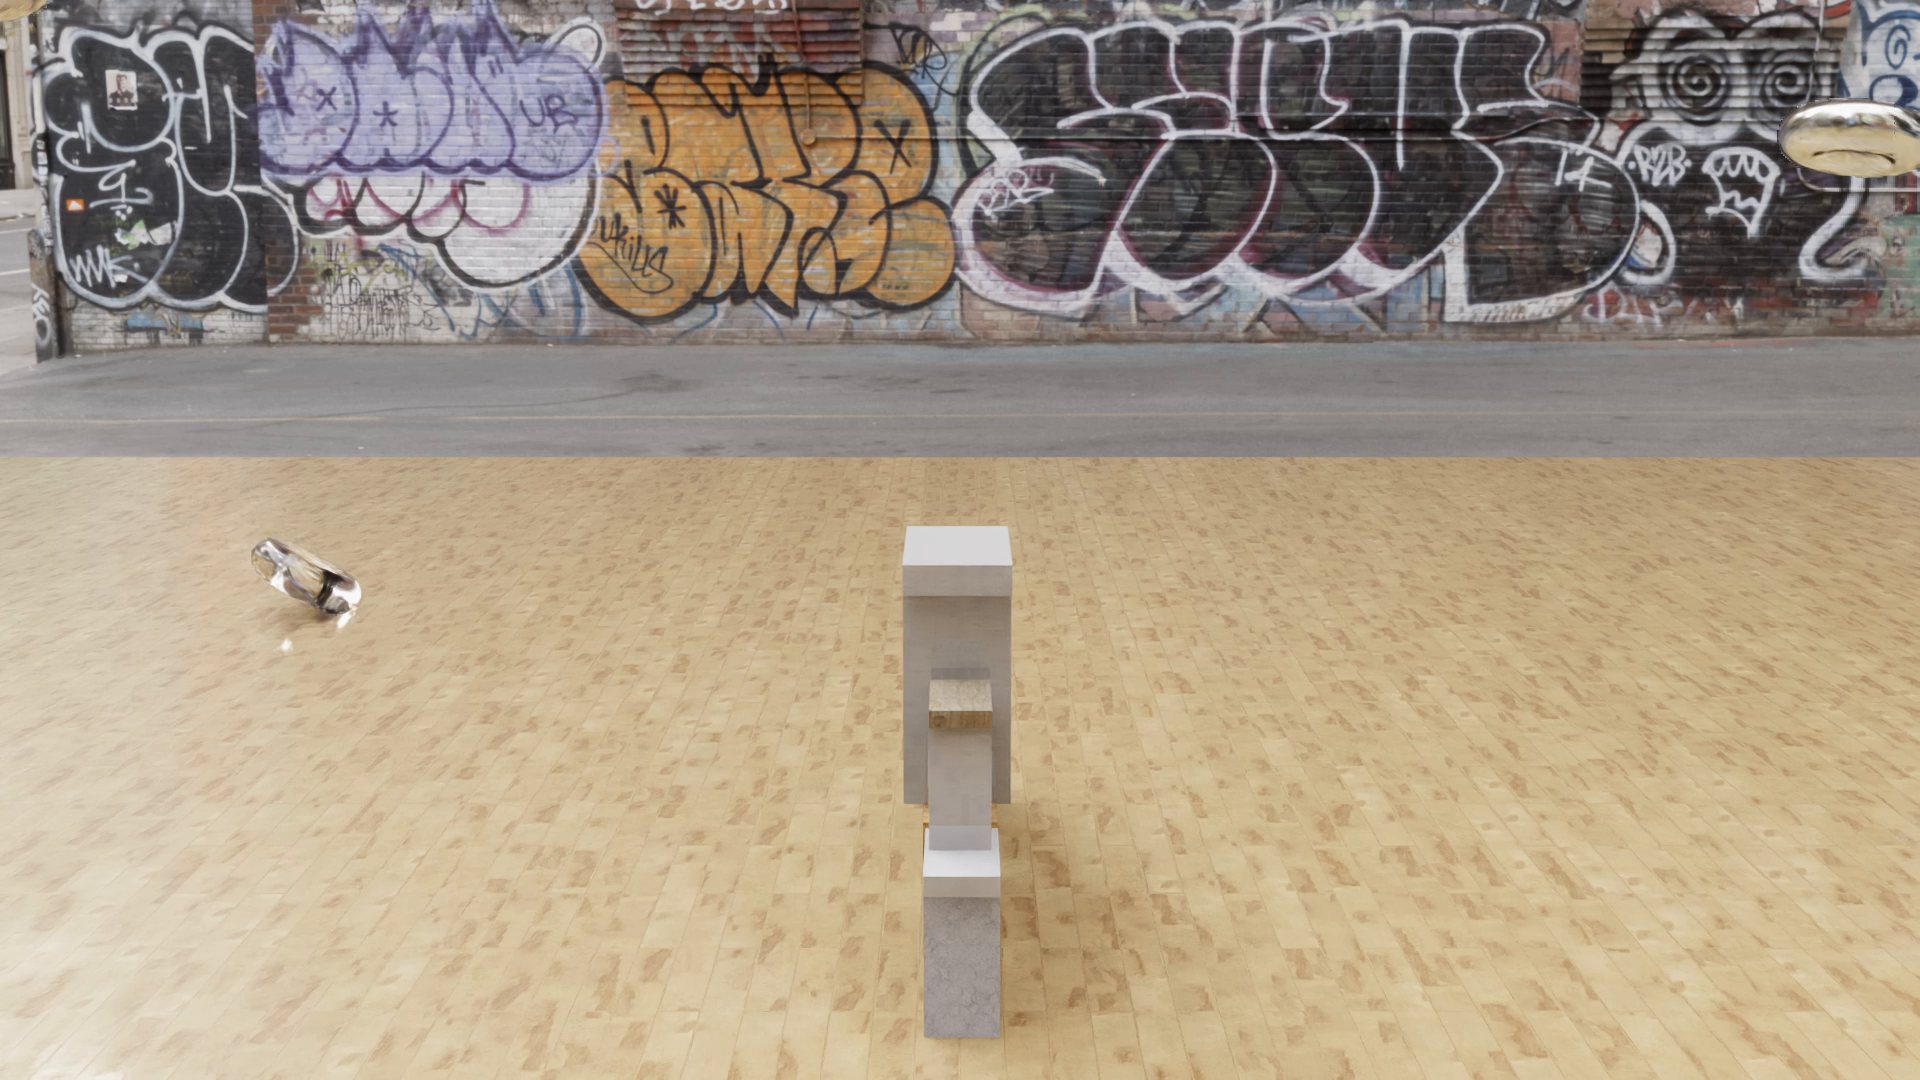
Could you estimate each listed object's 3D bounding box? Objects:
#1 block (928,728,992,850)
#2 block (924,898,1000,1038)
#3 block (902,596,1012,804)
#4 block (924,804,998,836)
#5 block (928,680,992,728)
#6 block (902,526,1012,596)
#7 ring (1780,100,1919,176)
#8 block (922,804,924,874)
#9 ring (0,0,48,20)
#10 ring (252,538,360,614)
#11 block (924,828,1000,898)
[{"bbox_3d":[0.001,0.349,3.128,0.089,0.184,0.025,0,11,0],"label":"block"},{"bbox_3d":[0.003,0.591,3.082,0.107,0.213,0.030,0,11,0],"label":"block"},{"bbox_3d":[-0.004,0.233,3.317,0.162,0.328,0.046,0,11,0],"label":"block"},{"bbox_3d":[0.000,0.411,3.346,0.110,0.031,0.220,0,11,0],"label":"block"},{"bbox_3d":[0.001,0.235,3.167,0.089,0.025,0.177,0,11,0],"label":"block"},{"bbox_3d":[-0.004,0.030,3.389,0.162,0.046,0.324,0,11,0],"label":"block"},{"bbox_3d":[2.181,-0.974,5.345,0.356,0.119,0.356,10,-3,0],"label":"ring"},{"bbox_3d":[-0.003,0.505,3.518,0.112,0.223,0.032,0,11,0],"label":"block"},{"bbox_3d":[-2.484,-1.498,5.663,0.315,0.315,0.105,-8,9,-35],"label":"ring"},{"bbox_3d":[-1.727,0.095,5.809,0.305,0.102,0.305,29,-1,1],"label":"ring"},{"bbox_3d":[0.003,0.458,3.130,0.107,0.030,0.213,0,11,0],"label":"block"}]
